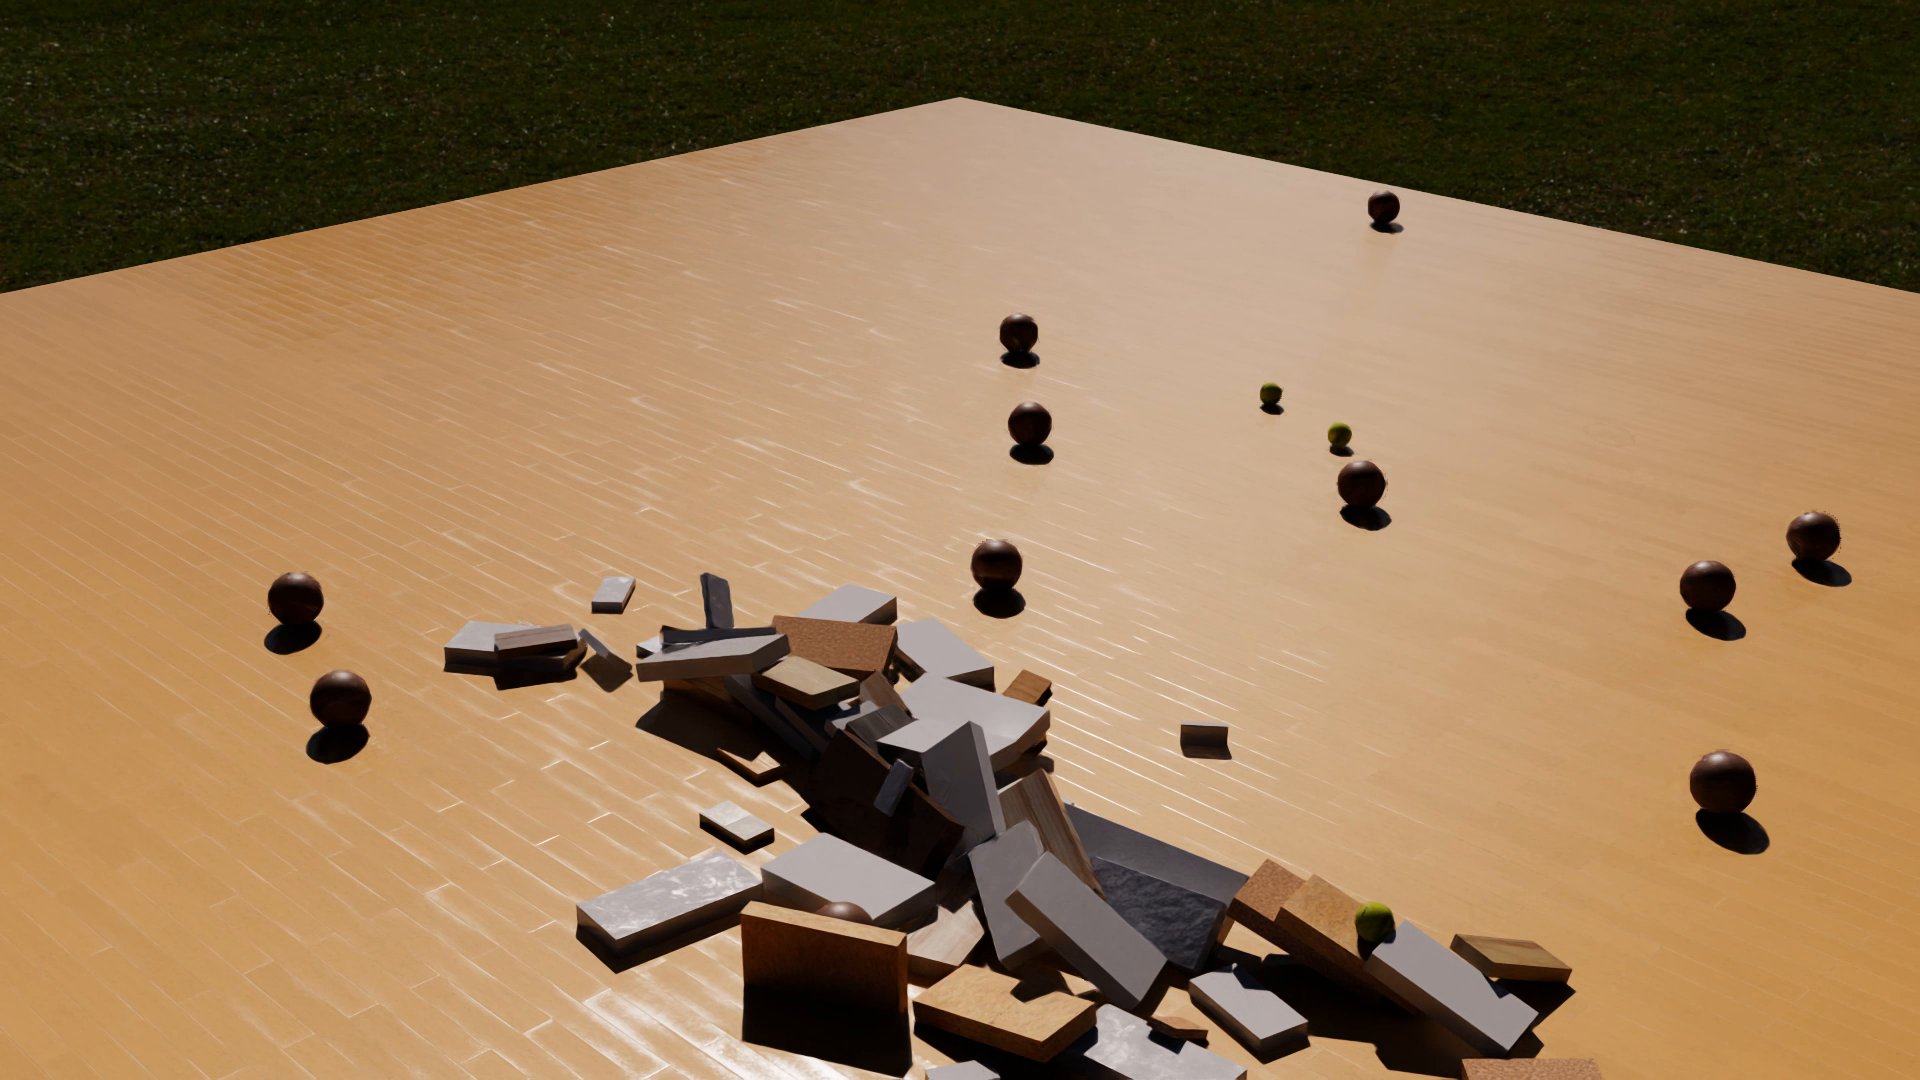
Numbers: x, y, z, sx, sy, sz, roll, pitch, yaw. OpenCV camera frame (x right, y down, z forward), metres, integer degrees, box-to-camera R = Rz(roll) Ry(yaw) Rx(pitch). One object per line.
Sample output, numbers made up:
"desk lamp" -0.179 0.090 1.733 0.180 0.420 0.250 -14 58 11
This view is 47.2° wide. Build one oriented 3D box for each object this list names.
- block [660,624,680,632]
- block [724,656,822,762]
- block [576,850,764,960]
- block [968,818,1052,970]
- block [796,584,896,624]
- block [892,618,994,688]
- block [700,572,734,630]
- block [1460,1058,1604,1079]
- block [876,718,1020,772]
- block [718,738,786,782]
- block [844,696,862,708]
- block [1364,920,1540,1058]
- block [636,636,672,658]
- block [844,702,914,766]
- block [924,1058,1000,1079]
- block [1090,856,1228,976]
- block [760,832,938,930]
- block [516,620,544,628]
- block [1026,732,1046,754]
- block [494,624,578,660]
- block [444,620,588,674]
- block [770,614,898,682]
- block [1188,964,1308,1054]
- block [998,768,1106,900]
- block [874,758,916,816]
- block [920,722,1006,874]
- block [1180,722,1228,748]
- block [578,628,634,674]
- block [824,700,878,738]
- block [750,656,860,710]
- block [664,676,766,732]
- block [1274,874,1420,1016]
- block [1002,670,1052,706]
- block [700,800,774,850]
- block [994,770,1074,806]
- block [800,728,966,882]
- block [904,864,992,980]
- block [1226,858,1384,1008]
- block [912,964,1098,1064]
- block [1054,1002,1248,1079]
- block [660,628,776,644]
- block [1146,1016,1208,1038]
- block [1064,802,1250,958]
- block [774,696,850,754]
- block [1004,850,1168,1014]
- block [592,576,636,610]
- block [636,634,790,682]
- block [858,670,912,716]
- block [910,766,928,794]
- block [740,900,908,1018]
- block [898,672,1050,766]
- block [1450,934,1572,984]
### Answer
"block" -0.600 0.233 5.126 0.177 0.025 0.089 12 -5 26
"block" -0.358 0.359 4.773 0.154 0.044 0.308 -19 42 -38
"block" -0.540 0.678 4.109 0.315 0.042 0.149 -17 28 -34
"block" 0.107 0.644 4.009 0.132 0.037 0.265 -31 40 11
"block" -0.291 0.190 5.260 0.146 0.041 0.292 13 26 28
"block" -0.058 0.267 5.077 0.148 0.042 0.297 -12 26 -26
"block" -0.575 0.154 5.219 0.074 0.021 0.148 25 44 -46
"block" 0.945 0.895 3.614 0.221 0.029 0.102 0 23 0
"block" -0.025 0.420 4.420 0.270 0.038 0.135 9 24 44
"block" -0.439 0.464 4.640 0.074 0.021 0.148 -18 29 -36
"block" -0.272 0.342 4.931 0.127 0.018 0.063 20 30 39
"block" 0.841 0.773 3.770 0.273 0.039 0.136 34 35 22
"block" -0.674 0.263 5.113 0.152 0.022 0.076 20 30 39
"block" -0.103 0.454 4.519 0.135 0.038 0.270 -21 52 -39
"block" 0.004 0.890 3.642 0.113 0.016 0.057 -7 24 -16
"block" 0.335 0.682 3.998 0.273 0.039 0.136 16 66 29
"block" -0.210 0.647 4.125 0.161 0.046 0.321 -25 28 -37
"block" -1.020 0.217 5.232 0.101 0.014 0.050 11 25 24
"block" 0.106 0.422 4.740 0.145 0.021 0.072 10 25 22
"block" -0.979 0.234 5.071 0.177 0.025 0.089 -8 24 -18
"block" -1.033 0.249 5.121 0.292 0.041 0.146 5 23 11
"block" -0.302 0.251 5.053 0.292 0.041 0.146 5 44 11
"block" 0.498 0.810 3.814 0.102 0.029 0.203 -13 26 -28
"block" 0.148 0.584 4.107 0.153 0.043 0.307 -33 44 8
"block" -0.127 0.479 4.255 0.014 0.101 0.050 27 0 -38
"block" 0.007 0.492 4.220 0.037 0.132 0.265 31 33 -40
"block" 0.523 0.417 4.714 0.101 0.050 0.014 2 23 6
"block" -0.818 0.255 5.074 0.076 0.022 0.152 38 -4 -39
"block" -0.161 0.439 4.572 0.120 0.034 0.240 -20 51 -39
"block" -0.333 0.305 4.713 0.120 0.034 0.240 -16 20 -35
"block" -0.506 0.334 4.919 0.308 0.044 0.154 21 30 40
"block" 0.711 0.710 3.874 0.289 0.039 0.136 32 34 21
"block" 0.146 0.340 4.910 0.072 0.021 0.145 23 29 14
"block" -0.446 0.569 4.394 0.074 0.021 0.148 -20 30 -39
"block" 0.105 0.506 4.290 0.213 0.030 0.107 21 31 31
"block" -0.158 0.531 4.308 0.046 0.161 0.432 28 3 -38
"block" 0.004 0.702 4.059 0.132 0.037 0.329 10 25 22
"block" 0.645 0.700 3.934 0.307 0.043 0.153 30 33 19
"block" 0.075 0.805 3.753 0.288 0.041 0.144 8 23 40
"block" 0.316 0.872 3.653 0.288 0.041 0.144 18 29 37
"block" -0.549 0.218 4.990 0.254 0.025 0.089 -1 -7 -12
"block" 0.368 0.826 3.726 0.057 0.016 0.113 18 0 37
"block" 0.329 0.628 4.093 0.405 0.043 0.153 19 64 30
"block" -0.276 0.391 4.672 0.120 0.034 0.240 -16 40 -35
"block" 0.223 0.690 3.878 0.288 0.041 0.144 42 33 4
"block" -0.854 0.131 5.424 0.076 0.022 0.152 2 23 4
"block" -0.546 0.261 4.860 0.308 0.044 0.154 -6 11 29
"block" -0.167 0.347 4.723 0.072 0.021 0.145 -36 46 -4
"block" 0.030 0.516 4.408 0.135 0.038 0.270 -20 45 -39
"block" -0.238 0.733 3.843 0.297 0.148 0.042 8 25 19
"block" 0.014 0.380 4.711 0.321 0.046 0.161 14 34 31
"block" 0.974 0.740 3.887 0.203 0.029 0.102 11 14 -33
